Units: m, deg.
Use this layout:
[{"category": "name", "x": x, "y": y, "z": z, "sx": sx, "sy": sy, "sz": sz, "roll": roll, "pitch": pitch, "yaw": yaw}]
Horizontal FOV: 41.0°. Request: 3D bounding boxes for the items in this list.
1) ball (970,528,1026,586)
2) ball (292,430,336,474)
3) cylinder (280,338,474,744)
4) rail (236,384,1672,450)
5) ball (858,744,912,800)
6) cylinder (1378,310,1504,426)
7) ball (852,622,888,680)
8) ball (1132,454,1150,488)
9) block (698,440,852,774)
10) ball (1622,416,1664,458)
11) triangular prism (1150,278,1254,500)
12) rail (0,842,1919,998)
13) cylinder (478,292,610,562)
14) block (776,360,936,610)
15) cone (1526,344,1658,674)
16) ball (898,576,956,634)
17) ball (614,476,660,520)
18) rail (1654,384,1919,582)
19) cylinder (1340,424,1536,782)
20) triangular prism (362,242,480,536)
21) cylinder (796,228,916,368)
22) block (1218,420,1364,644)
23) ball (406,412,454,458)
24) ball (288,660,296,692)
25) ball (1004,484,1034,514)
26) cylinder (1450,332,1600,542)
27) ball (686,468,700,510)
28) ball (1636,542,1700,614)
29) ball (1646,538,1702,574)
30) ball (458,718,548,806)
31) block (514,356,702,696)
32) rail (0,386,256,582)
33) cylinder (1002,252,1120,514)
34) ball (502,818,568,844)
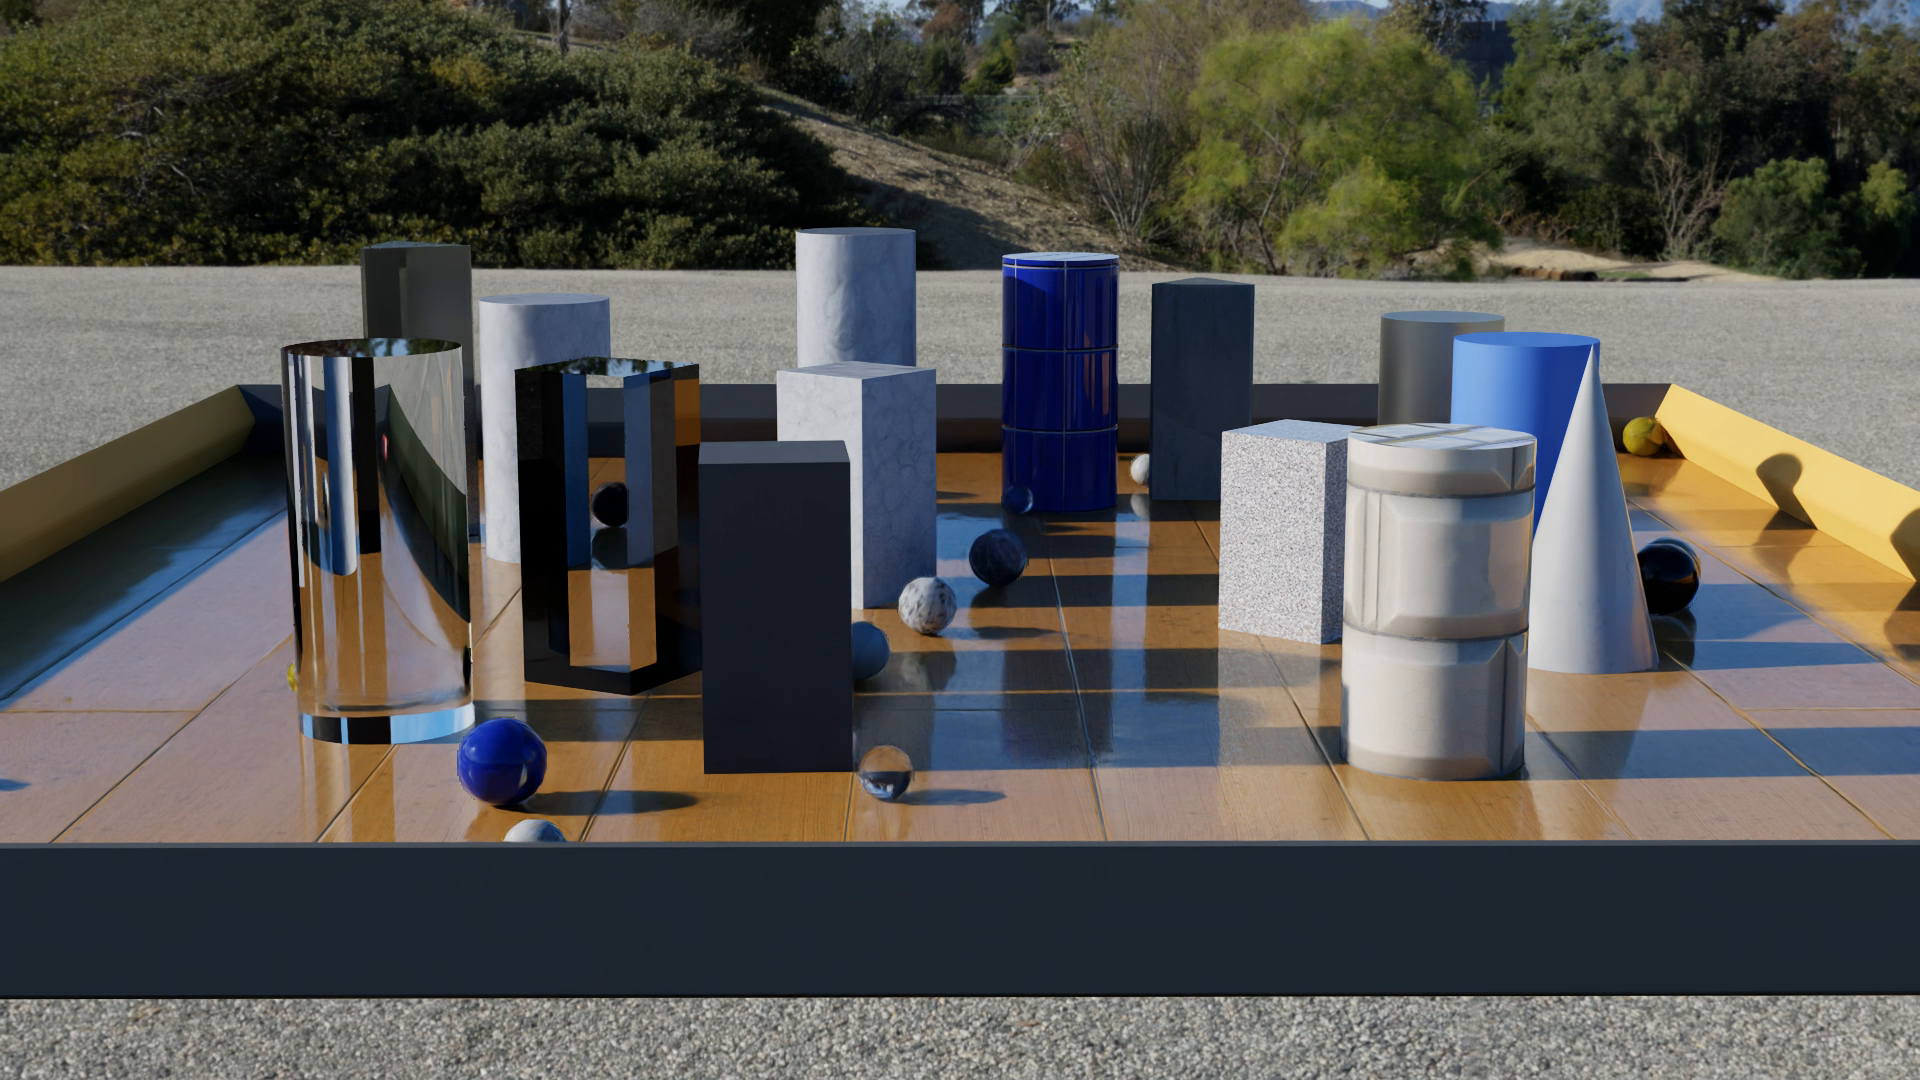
[{"category": "ball", "x": 0.053, "y": 0.025, "z": 3.618, "sx": 0.081, "sy": 0.081, "sz": 0.081, "roll": 0, "pitch": 11, "yaw": 0}, {"category": "ball", "x": -1.161, "y": -0.159, "z": 4.614, "sx": 0.078, "sy": 0.078, "sz": 0.078, "roll": 0, "pitch": 11, "yaw": 0}, {"category": "cylinder", "x": -0.642, "y": -0.003, "z": 2.835, "sx": 0.193, "sy": 0.421, "sz": 0.193, "roll": 0, "pitch": 11, "yaw": 0}, {"category": "rail", "x": -0.008, "y": -0.230, "z": 4.860, "sx": 2.729, "sy": 0.126, "sz": 0.045, "roll": 0, "pitch": 11, "yaw": 0}, {"category": "ball", "x": -0.075, "y": 0.232, "z": 2.571, "sx": 0.055, "sy": 0.055, "sz": 0.055, "roll": 0, "pitch": 11, "yaw": 0}, {"category": "cylinder", "x": 0.764, "y": -0.191, "z": 4.094, "sx": 0.193, "sy": 0.331, "sz": 0.193, "roll": 0, "pitch": 11, "yaw": 0}, {"category": "ball", "x": -0.120, "y": 0.133, "z": 3.068, "sx": 0.070, "sy": 0.070, "sz": 0.070, "roll": 0, "pitch": 11, "yaw": 0}, {"category": "ball", "x": 0.327, "y": -0.121, "z": 4.465, "sx": 0.058, "sy": 0.058, "sz": 0.058, "roll": 0, "pitch": 11, "yaw": 0}, {"category": "block", "x": -0.195, "y": 0.068, "z": 2.716, "sx": 0.155, "sy": 0.326, "sz": 0.155, "roll": -1, "pitch": 11, "yaw": -5}, {"category": "ball", "x": 1.279, "y": -0.193, "z": 4.804, "sx": 0.076, "sy": 0.076, "sz": 0.076, "roll": 0, "pitch": 11, "yaw": 0}, {"category": "triangular prism", "x": 0.409, "y": -0.260, "z": 4.379, "sx": 0.167, "sy": 0.364, "sz": 0.145, "roll": 1, "pitch": 11, "yaw": 3}, {"category": "rail", "x": 0.008, "y": 0.294, "z": 2.038, "sx": 2.729, "sy": 0.126, "sz": 0.045, "roll": 0, "pitch": 11, "yaw": 0}, {"category": "cylinder", "x": -0.618, "y": -0.170, "z": 3.843, "sx": 0.193, "sy": 0.382, "sz": 0.193, "roll": 0, "pitch": 11, "yaw": 0}, {"category": "block", "x": -0.142, "y": -0.080, "z": 3.545, "sx": 0.155, "sy": 0.313, "sz": 0.155, "roll": 8, "pitch": 13, "yaw": 38}, {"category": "cone", "x": 0.770, "y": -0.047, "z": 3.158, "sx": 0.193, "sy": 0.390, "sz": 0.193, "roll": 0, "pitch": 11, "yaw": 0}, {"category": "ball", "x": -0.042, "y": 0.084, "z": 3.314, "sx": 0.075, "sy": 0.075, "sz": 0.075, "roll": 0, "pitch": 11, "yaw": 0}, {"category": "ball", "x": -0.522, "y": -0.068, "z": 4.140, "sx": 0.073, "sy": 0.073, "sz": 0.073, "roll": 0, "pitch": 11, "yaw": 0}, {"category": "rail", "x": 1.341, "y": 0.031, "z": 3.457, "sx": 0.045, "sy": 0.126, "sz": 2.917, "roll": 0, "pitch": 11, "yaw": 0}, {"category": "cylinder", "x": 0.501, "y": 0.061, "z": 2.700, "sx": 0.193, "sy": 0.344, "sz": 0.193, "roll": 0, "pitch": 11, "yaw": 0}, {"category": "triangular prism", "x": -0.856, "y": -0.235, "z": 3.999, "sx": 0.167, "sy": 0.452, "sz": 0.145, "roll": -5, "pitch": 12, "yaw": -25}, {"category": "cylinder", "x": -0.167, "y": -0.269, "z": 4.159, "sx": 0.193, "sy": 0.461, "sz": 0.193, "roll": 0, "pitch": 11, "yaw": 0}, {"category": "block", "x": 0.446, "y": -0.014, "z": 3.341, "sx": 0.155, "sy": 0.259, "sz": 0.155, "roll": 8, "pitch": 13, "yaw": 38}, {"category": "ball", "x": -0.990, "y": -0.196, "z": 4.793, "sx": 0.086, "sy": 0.086, "sz": 0.086, "roll": 0, "pitch": 11, "yaw": 0}, {"category": "ball", "x": -0.762, "y": 0.159, "z": 2.993, "sx": 0.045, "sy": 0.045, "sz": 0.045, "roll": 0, "pitch": 11, "yaw": 0}, {"category": "ball", "x": 0.096, "y": -0.067, "z": 4.198, "sx": 0.049, "sy": 0.049, "sz": 0.049, "roll": 0, "pitch": 11, "yaw": 0}, {"category": "cylinder", "x": 0.764, "y": -0.094, "z": 3.492, "sx": 0.193, "sy": 0.360, "sz": 0.193, "roll": 0, "pitch": 11, "yaw": 0}, {"category": "ball", "x": -0.410, "y": -0.085, "z": 4.210, "sx": 0.080, "sy": 0.080, "sz": 0.080, "roll": 0, "pitch": 11, "yaw": 0}, {"category": "ball", "x": 0.939, "y": 0.052, "z": 3.429, "sx": 0.097, "sy": 0.097, "sz": 0.097, "roll": 0, "pitch": 11, "yaw": 0}, {"category": "ball", "x": 0.971, "y": 0.040, "z": 3.519, "sx": 0.087, "sy": 0.087, "sz": 0.087, "roll": 0, "pitch": 11, "yaw": 0}, {"category": "ball", "x": -0.454, "y": 0.220, "z": 2.548, "sx": 0.087, "sy": 0.087, "sz": 0.087, "roll": 0, "pitch": 11, "yaw": 0}, {"category": "block", "x": -0.416, "y": -0.021, "z": 3.061, "sx": 0.155, "sy": 0.374, "sz": 0.155, "roll": 6, "pitch": 12, "yaw": 28}, {"category": "rail", "x": -1.341, "y": 0.034, "z": 3.441, "sx": 0.045, "sy": 0.126, "sz": 2.917, "roll": 0, "pitch": 11, "yaw": 0}, {"category": "cylinder", "x": 0.166, "y": -0.264, "z": 4.262, "sx": 0.193, "sy": 0.413, "sz": 0.193, "roll": 0, "pitch": 11, "yaw": 0}, {"category": "ball", "x": -0.381, "y": 0.280, "z": 2.301, "sx": 0.060, "sy": 0.060, "sz": 0.060, "roll": 0, "pitch": 11, "yaw": 0}]
